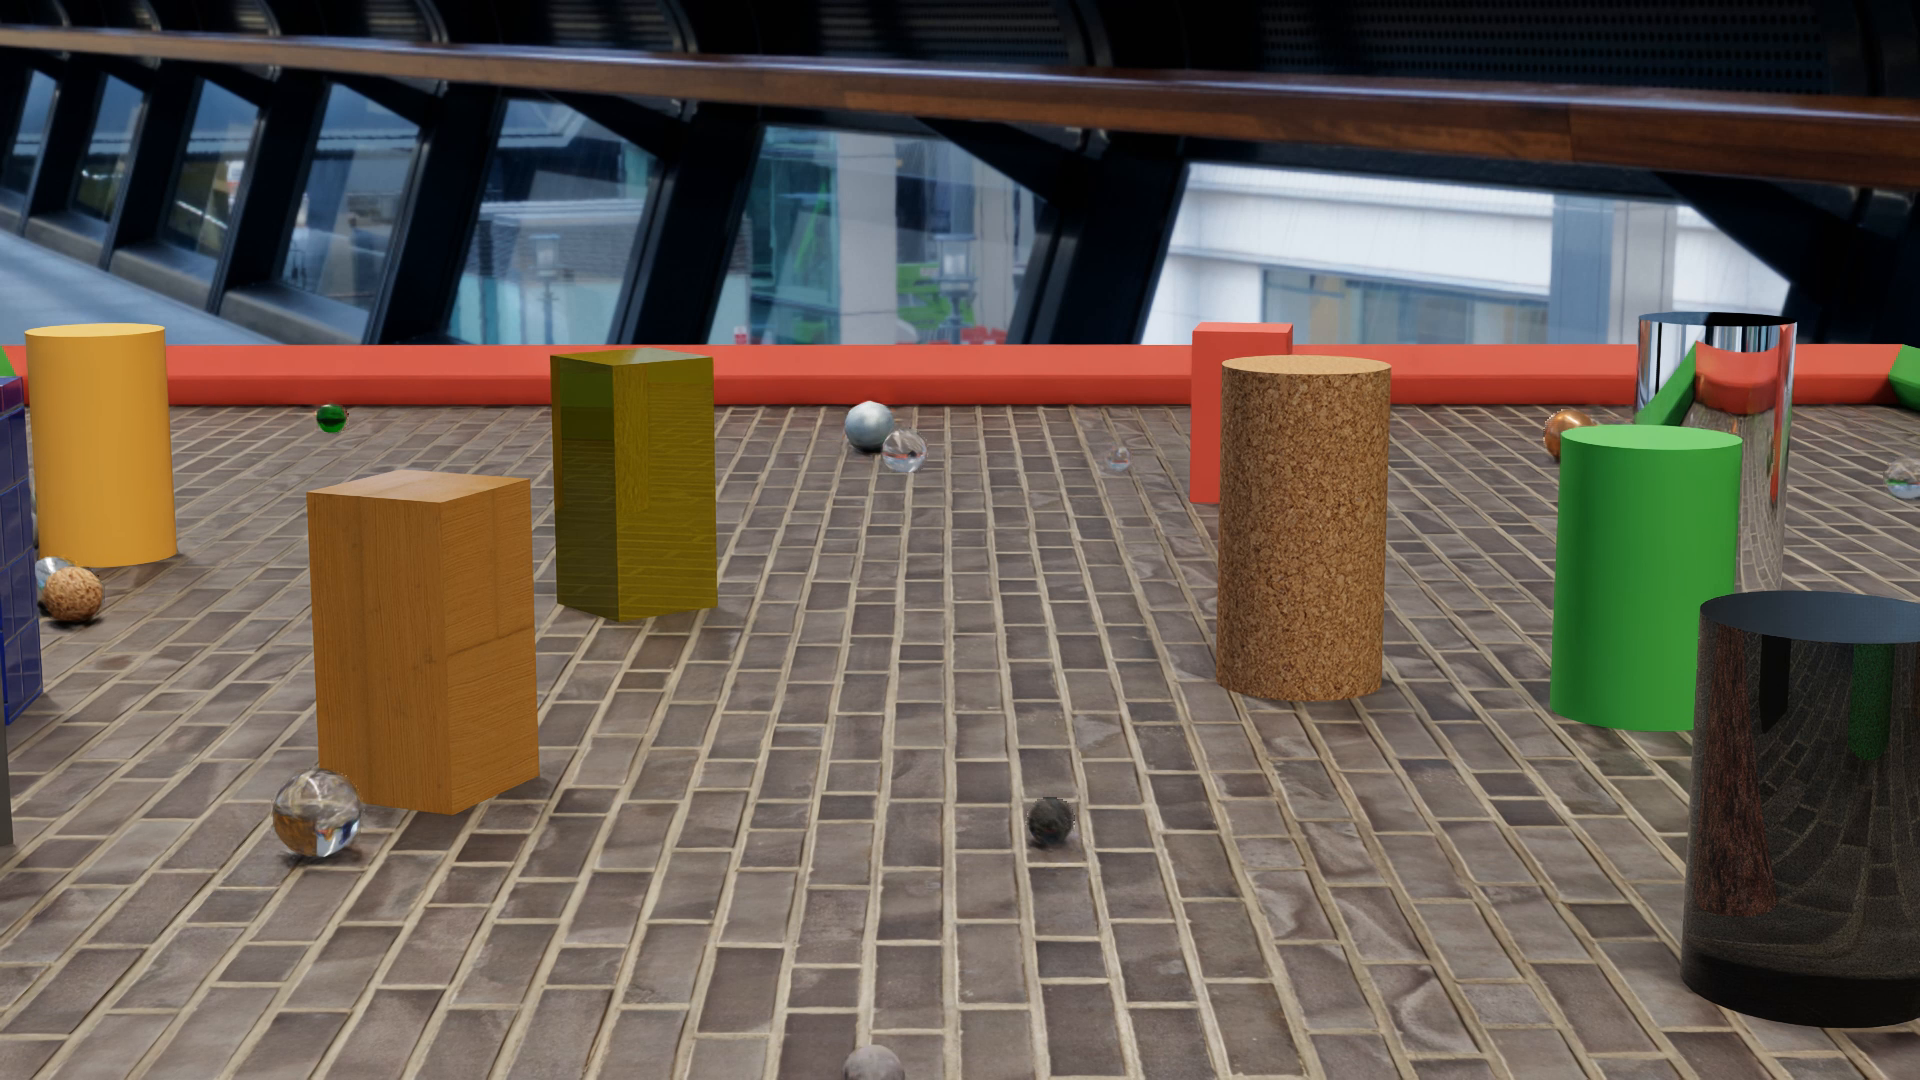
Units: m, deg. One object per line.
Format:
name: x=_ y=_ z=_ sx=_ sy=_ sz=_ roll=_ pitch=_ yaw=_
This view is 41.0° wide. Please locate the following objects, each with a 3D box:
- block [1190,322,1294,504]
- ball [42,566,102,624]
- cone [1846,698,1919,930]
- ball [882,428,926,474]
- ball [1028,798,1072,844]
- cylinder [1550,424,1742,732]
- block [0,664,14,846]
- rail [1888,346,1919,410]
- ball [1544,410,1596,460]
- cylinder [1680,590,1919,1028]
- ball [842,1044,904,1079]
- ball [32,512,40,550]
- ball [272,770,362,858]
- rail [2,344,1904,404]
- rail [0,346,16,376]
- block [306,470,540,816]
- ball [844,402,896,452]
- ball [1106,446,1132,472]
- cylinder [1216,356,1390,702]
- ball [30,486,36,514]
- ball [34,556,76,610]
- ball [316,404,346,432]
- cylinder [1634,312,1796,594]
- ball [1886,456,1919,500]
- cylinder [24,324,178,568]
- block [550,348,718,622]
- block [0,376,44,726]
block: x=0.479 y=-0.217 z=4.361 sx=0.157 sy=0.290 sz=0.157 roll=2 pitch=11 yaw=10
ball: x=-1.171 y=0.072 z=3.387 sx=0.075 sy=0.075 sz=0.075 roll=0 pitch=10 yaw=0
cone: x=0.884 y=0.144 z=2.229 sx=0.197 sy=0.355 sz=0.197 roll=0 pitch=10 yaw=0
ball: x=-0.101 y=-0.160 z=4.626 sx=0.080 sy=0.080 sz=0.080 roll=0 pitch=10 yaw=0
ball: x=0.085 y=0.266 z=2.428 sx=0.043 sy=0.043 sz=0.043 roll=0 pitch=10 yaw=0
cylinder: x=0.776 y=0.039 z=2.907 sx=0.197 sy=0.315 sz=0.197 roll=0 pitch=10 yaw=0
block: x=-1.007 y=0.099 z=2.381 sx=0.157 sy=0.388 sz=0.157 roll=8 pitch=13 yaw=36
rail: x=2.036 y=0.031 z=3.460 sx=0.045 sy=0.128 sz=4.302 roll=0 pitch=10 yaw=0
ball: x=1.131 y=-0.191 z=4.745 sx=0.098 sy=0.098 sz=0.098 roll=0 pitch=10 yaw=0
cylinder: x=0.680 y=0.208 z=2.034 sx=0.197 sy=0.302 sz=0.197 roll=0 pitch=10 yaw=0
ball: x=-0.062 y=0.379 z=1.814 sx=0.044 sy=0.044 sz=0.044 roll=0 pitch=10 yaw=0
ball: x=-1.413 y=-0.012 z=3.861 sx=0.068 sy=0.068 sz=0.068 roll=0 pitch=10 yaw=0
ball: x=-0.598 y=0.254 z=2.388 sx=0.082 sy=0.082 sz=0.082 roll=0 pitch=10 yaw=0
rail: x=-0.012 y=-0.355 z=5.541 sx=4.119 sy=0.128 sz=0.045 roll=0 pitch=10 yaw=0
rail: x=-2.036 y=0.035 z=3.437 sx=0.045 sy=0.128 sz=4.302 roll=0 pitch=10 yaw=0
block: x=-0.540 y=0.099 z=2.595 sx=0.157 sy=0.312 sz=0.157 roll=4 pitch=11 yaw=23
ball: x=-0.171 y=-0.215 z=4.880 sx=0.097 sy=0.097 sz=0.097 roll=0 pitch=10 yaw=0
ball: x=0.288 y=-0.147 z=4.655 sx=0.045 sy=0.045 sz=0.045 roll=0 pitch=10 yaw=0
cylinder: x=0.405 y=-0.018 z=3.036 sx=0.197 sy=0.381 sz=0.197 roll=0 pitch=10 yaw=0
ball: x=-1.414 y=-0.061 z=4.045 sx=0.098 sy=0.098 sz=0.098 roll=0 pitch=10 yaw=0
ball: x=-1.222 y=0.059 z=3.461 sx=0.074 sy=0.074 sz=0.074 roll=0 pitch=10 yaw=0
ball: x=-1.259 y=-0.244 z=5.137 sx=0.059 sy=0.059 sz=0.059 roll=0 pitch=10 yaw=0
cylinder: x=0.975 y=-0.086 z=3.341 sx=0.197 sy=0.404 sz=0.197 roll=0 pitch=10 yaw=0
ball: x=1.608 y=-0.105 z=4.353 sx=0.072 sy=0.072 sz=0.072 roll=0 pitch=10 yaw=0
cylinder: x=-1.280 y=-0.144 z=3.829 sx=0.197 sy=0.339 sz=0.197 roll=0 pitch=10 yaw=0
block: x=-0.441 y=-0.079 z=3.474 sx=0.157 sy=0.341 sz=0.157 roll=-9 pitch=14 yaw=-39
block: x=-1.149 y=0.011 z=2.901 sx=0.157 sy=0.373 sz=0.157 roll=-1 pitch=11 yaw=-6
